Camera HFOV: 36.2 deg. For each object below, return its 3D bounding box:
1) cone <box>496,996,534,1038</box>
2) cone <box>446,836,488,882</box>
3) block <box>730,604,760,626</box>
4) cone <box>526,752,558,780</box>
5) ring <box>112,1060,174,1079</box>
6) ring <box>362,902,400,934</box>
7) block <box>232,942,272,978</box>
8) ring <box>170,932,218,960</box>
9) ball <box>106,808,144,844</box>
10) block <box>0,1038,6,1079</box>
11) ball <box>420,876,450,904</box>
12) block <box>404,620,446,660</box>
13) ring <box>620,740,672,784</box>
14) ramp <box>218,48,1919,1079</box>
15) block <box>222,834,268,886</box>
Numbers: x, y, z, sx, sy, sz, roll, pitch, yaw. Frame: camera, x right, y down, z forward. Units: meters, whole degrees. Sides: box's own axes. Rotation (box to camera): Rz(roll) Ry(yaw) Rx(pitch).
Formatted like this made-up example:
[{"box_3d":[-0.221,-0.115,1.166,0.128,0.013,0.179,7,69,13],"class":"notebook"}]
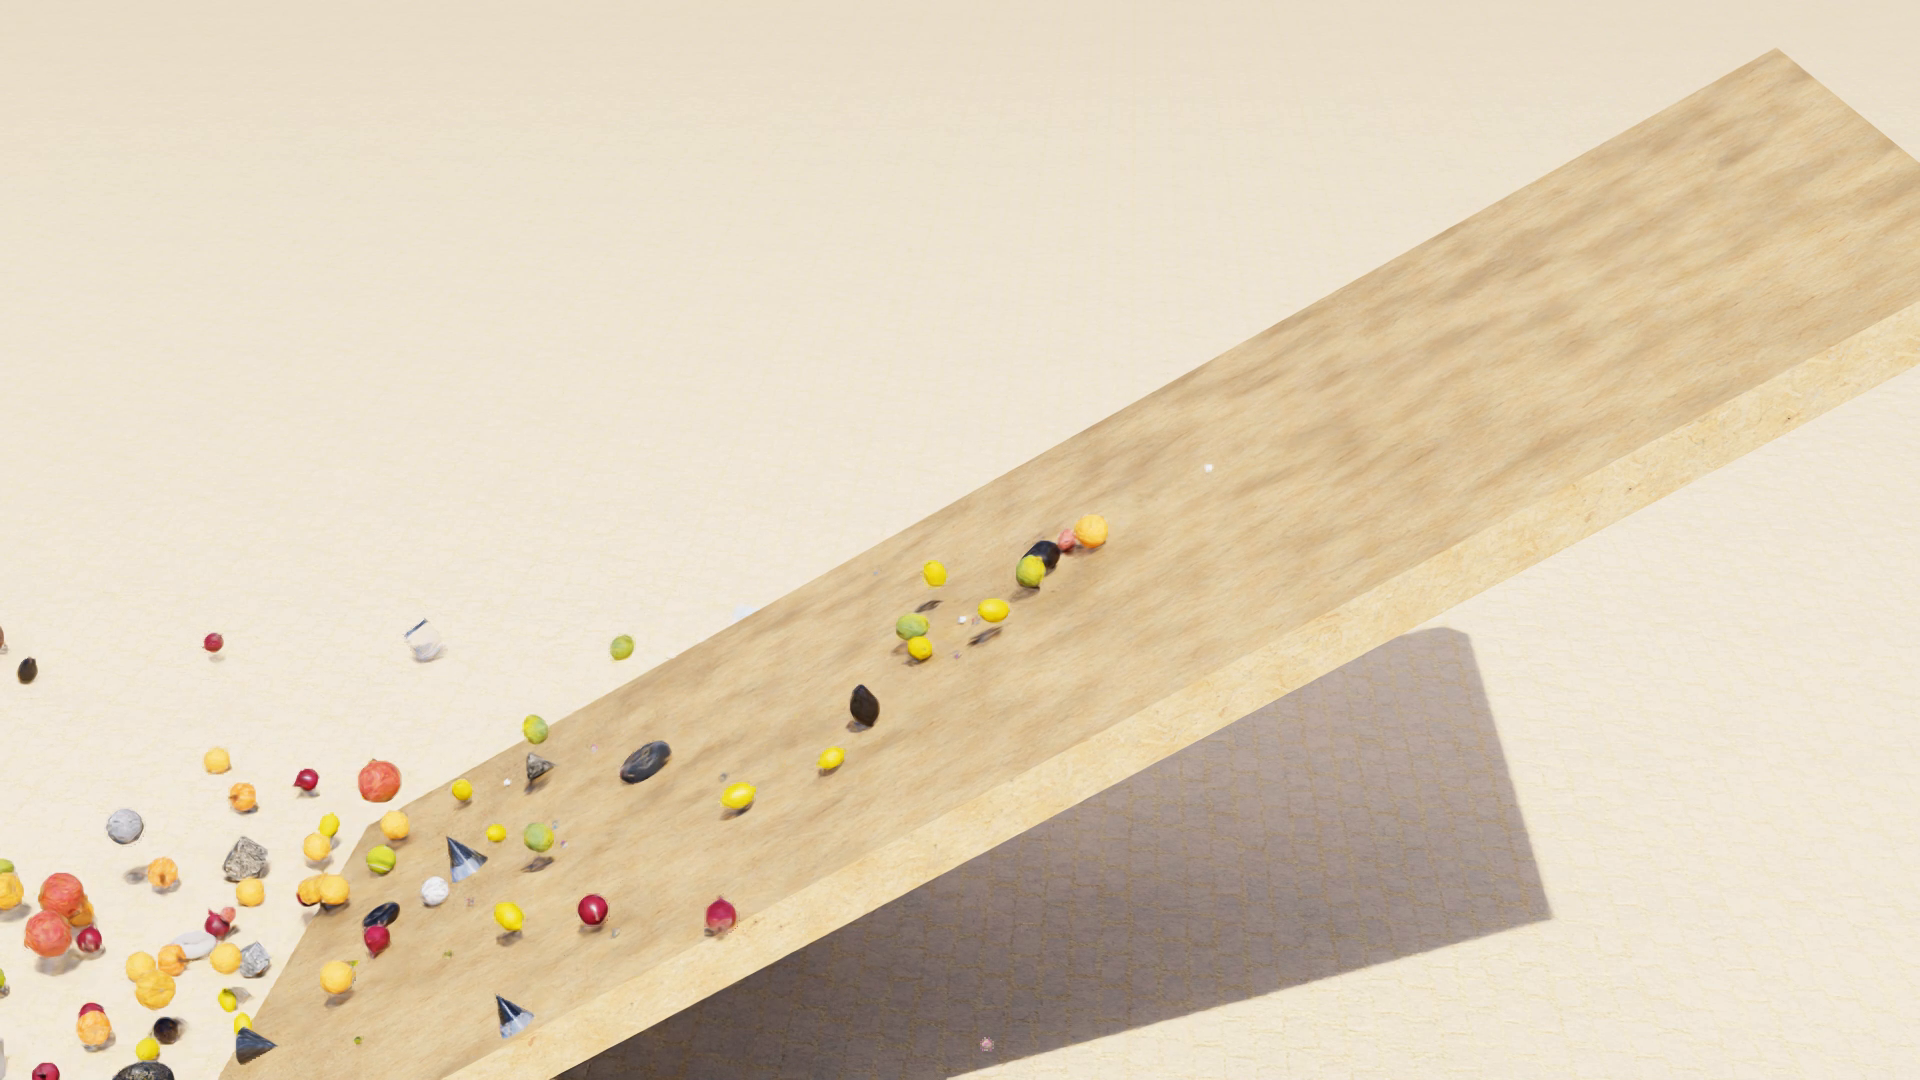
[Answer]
[{"box_3d":[-0.864,0.897,5.610,0.076,0.076,0.076,-30,15,9],"class":"cone"},{"box_3d":[-1.152,0.717,6.748,0.097,0.097,0.097,-30,15,9],"class":"cone"},{"box_3d":[-0.665,0.257,9.130,0.077,0.077,0.077,12,28,8],"class":"block"},{"box_3d":[-1.010,0.548,7.139,0.069,0.069,0.069,-2,19,7],"class":"cone"},{"box_3d":[-1.803,1.204,6.477,0.147,0.049,0.147,-4,30,2],"class":"ring"},{"box_3d":[-1.329,0.866,6.751,0.098,0.033,0.098,-29,16,9],"class":"ring"},{"box_3d":[-1.690,1.001,7.021,0.054,0.054,0.054,-25,17,34],"class":"block"},{"box_3d":[-1.862,0.986,7.147,0.112,0.037,0.112,-1,18,0],"class":"ring"},{"box_3d":[-2.071,0.711,7.295,0.088,0.088,0.088,0,19,0],"class":"ball"},{"box_3d":[-2.182,1.167,6.537,0.090,0.090,0.090,0,19,1],"class":"block"},{"box_3d":[-1.185,0.792,6.637,0.063,0.063,0.063,0,19,0],"class":"ball"},{"box_3d":[-1.630,0.304,8.963,0.085,0.085,0.085,-38,-8,-7],"class":"block"},{"box_3d":[-0.712,0.503,6.654,0.131,0.044,0.131,-30,16,9],"class":"ring"},{"box_3d":[0.142,0.168,6.287,4.000,0.100,2.000,-29,15,12],"class":"ramp"},{"box_3d":[-1.828,0.819,7.519,0.079,0.079,0.079,34,12,-13],"class":"block"}]
